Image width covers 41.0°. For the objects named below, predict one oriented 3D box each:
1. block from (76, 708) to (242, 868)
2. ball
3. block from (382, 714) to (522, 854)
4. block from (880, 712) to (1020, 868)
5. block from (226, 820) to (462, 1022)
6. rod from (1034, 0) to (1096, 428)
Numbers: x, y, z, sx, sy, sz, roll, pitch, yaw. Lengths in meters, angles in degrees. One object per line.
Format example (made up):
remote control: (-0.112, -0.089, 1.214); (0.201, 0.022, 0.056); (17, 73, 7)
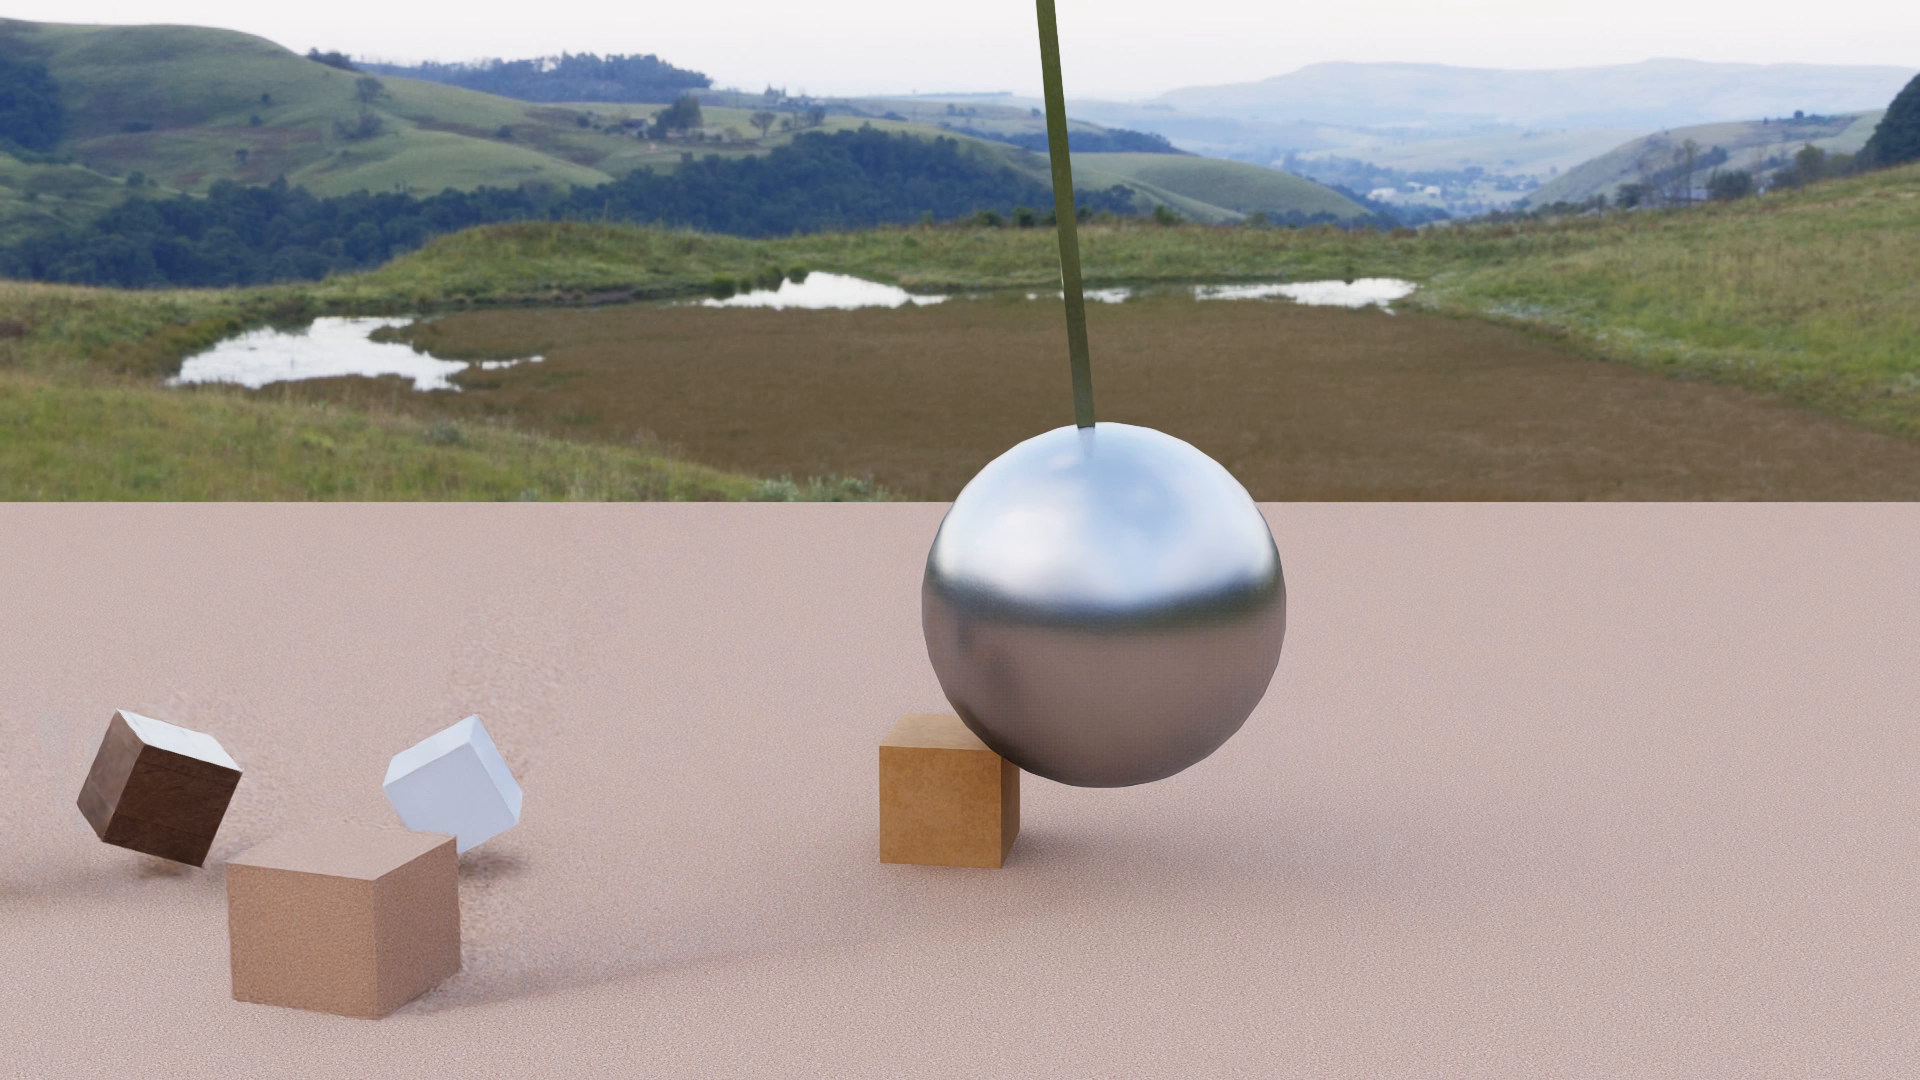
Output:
block: (-3.569, 1.103, 11.426); (0.467, 0.466, 0.486); (23, 2, -35)
ball: (0.628, 0.286, 11.232); (1.600, 1.600, 1.600); (0, 10, 0)
block: (-2.254, 1.114, 11.426); (0.428, 0.430, 0.446); (-28, 14, 0)
block: (-0.040, 1.142, 11.767); (0.552, 0.544, 0.607); (2, 10, 9)
block: (-2.385, 1.465, 9.965); (0.650, 0.551, 0.597); (4, 11, 20)
rod: (0.272, -3.041, 10.627); (0.080, 5.200, 0.080); (-6, 10, 1)
